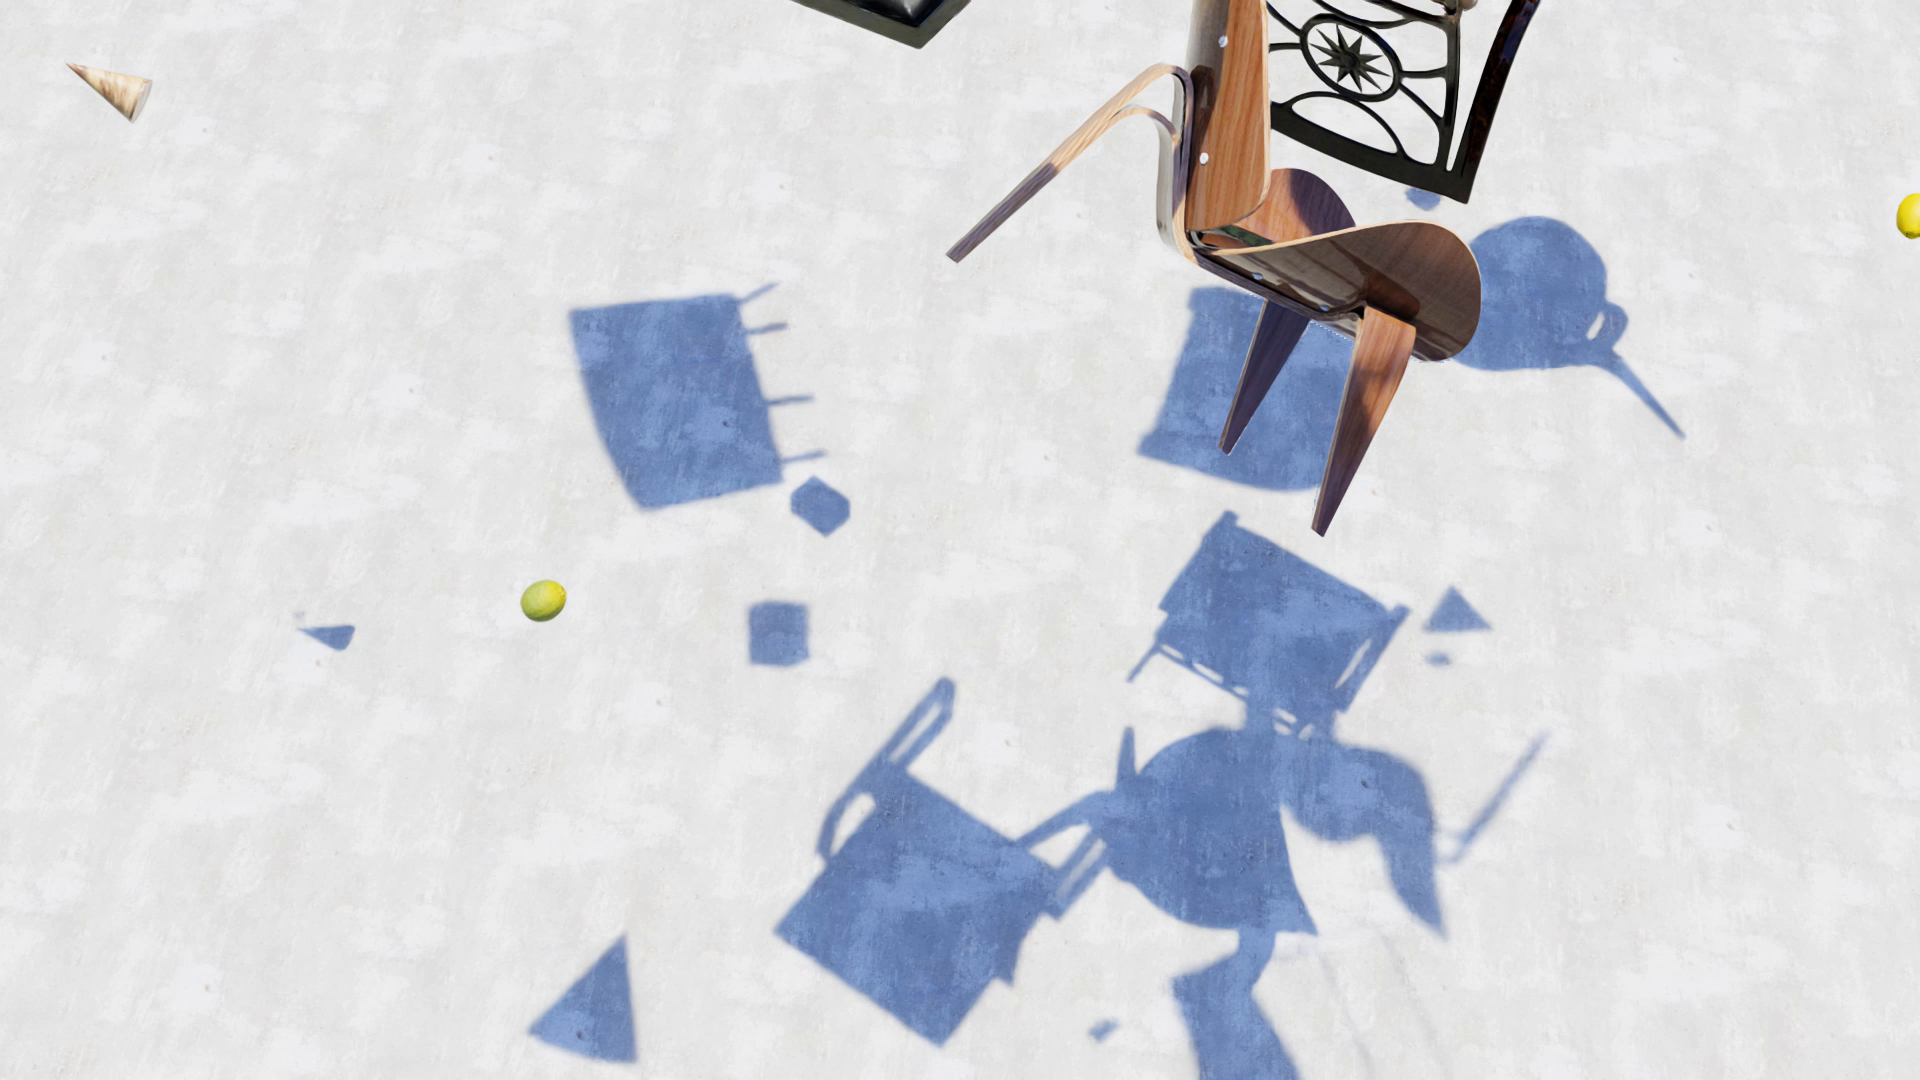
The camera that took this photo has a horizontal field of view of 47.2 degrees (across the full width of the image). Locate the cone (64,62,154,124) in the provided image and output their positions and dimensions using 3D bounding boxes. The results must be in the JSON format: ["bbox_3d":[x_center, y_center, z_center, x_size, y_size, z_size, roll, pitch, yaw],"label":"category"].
[{"bbox_3d":[-1.871,-1.000,4.798,0.181,0.112,0.098,27,36,-14],"label":"cone"}]
